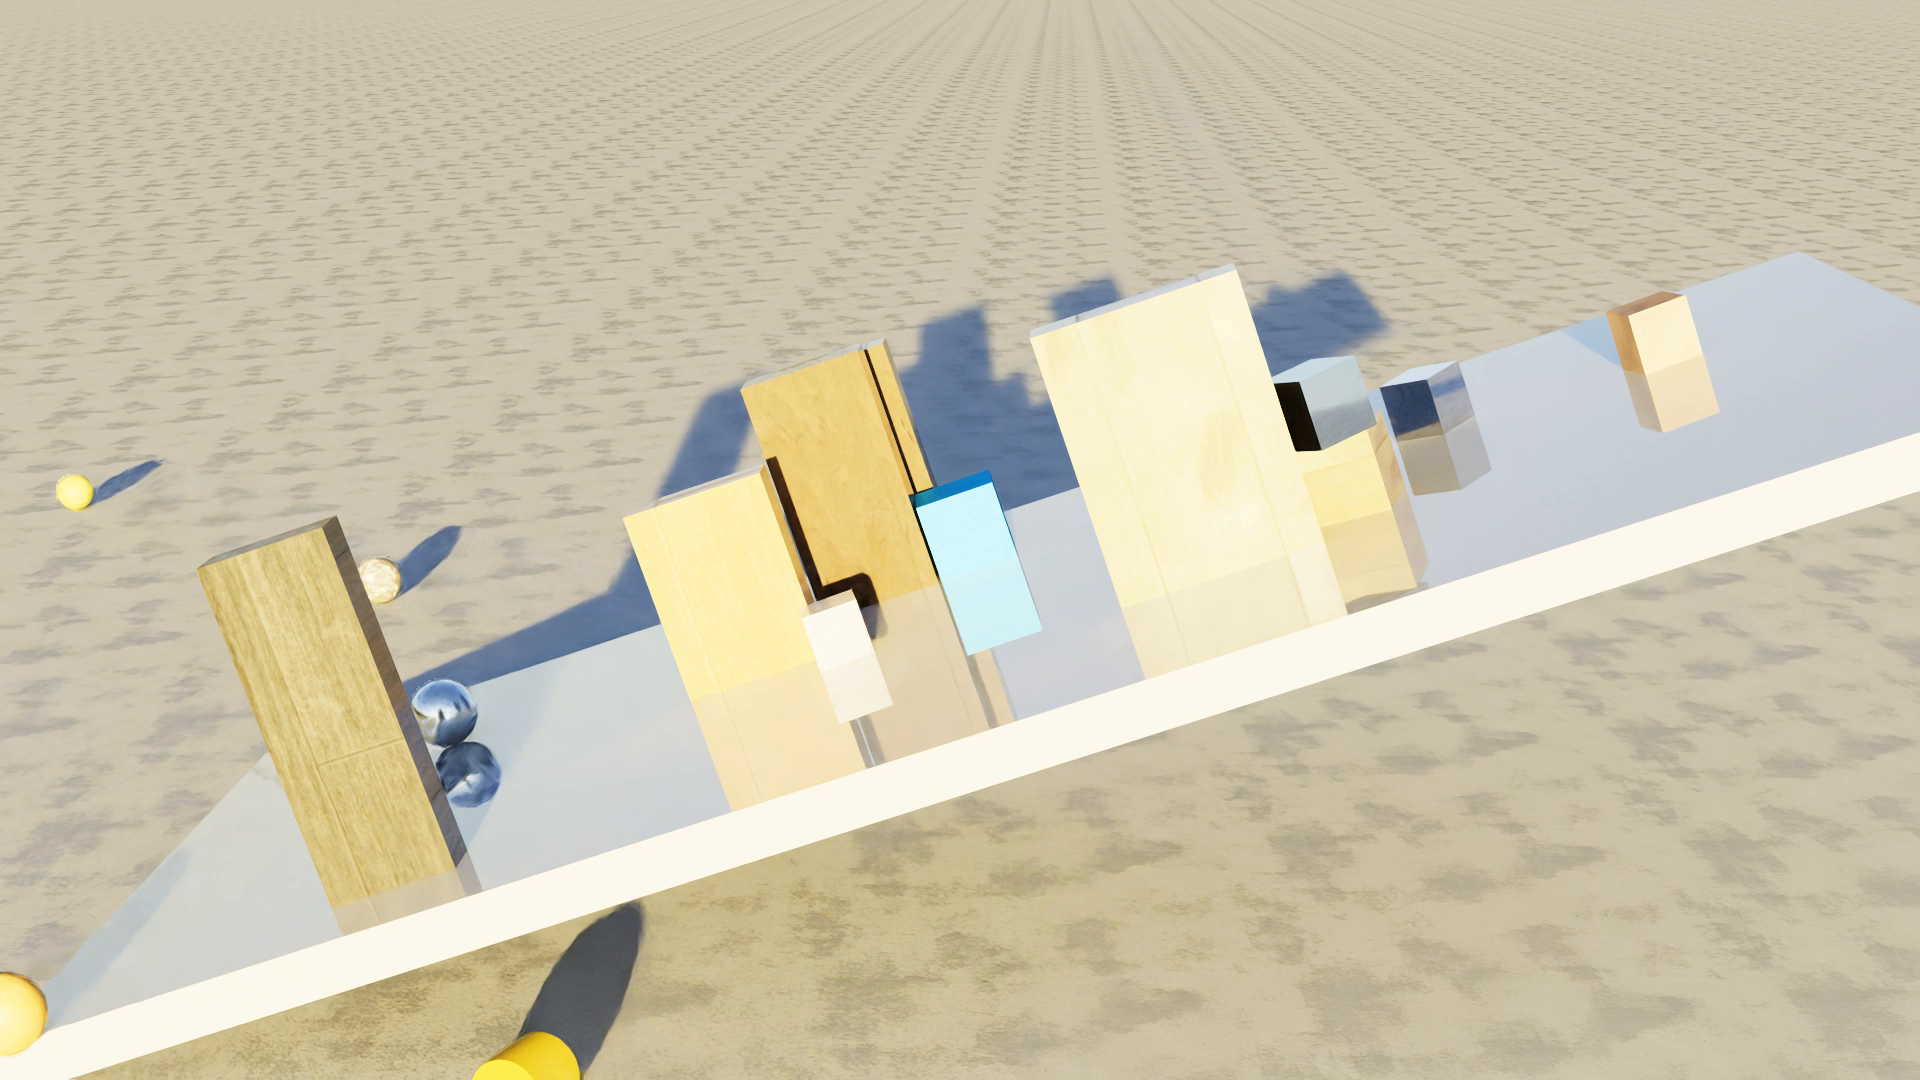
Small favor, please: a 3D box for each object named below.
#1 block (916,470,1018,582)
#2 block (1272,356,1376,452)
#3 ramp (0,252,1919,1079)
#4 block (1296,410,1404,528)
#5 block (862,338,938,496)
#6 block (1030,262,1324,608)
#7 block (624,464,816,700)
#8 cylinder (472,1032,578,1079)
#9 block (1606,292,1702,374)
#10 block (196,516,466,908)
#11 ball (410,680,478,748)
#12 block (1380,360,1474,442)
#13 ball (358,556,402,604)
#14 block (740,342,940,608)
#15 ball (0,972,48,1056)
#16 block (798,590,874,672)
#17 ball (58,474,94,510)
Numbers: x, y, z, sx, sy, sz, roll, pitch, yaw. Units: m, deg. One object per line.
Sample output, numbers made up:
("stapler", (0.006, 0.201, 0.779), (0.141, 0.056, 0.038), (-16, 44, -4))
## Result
("block", (0.013, -0.034, 6.776), (0.181, 0.181, 0.181), (-19, 11, 2))
("block", (0.718, -0.273, 5.920), (0.147, 0.147, 0.147), (-25, 12, -27))
("ramp", (0.107, 0.180, 6.305), (4.000, 0.100, 2.000), (-18, 11, 6))
("block", (0.790, -0.146, 6.015), (0.171, 0.171, 0.171), (-15, 12, 22))
("block", (-0.257, -0.169, 6.978), (0.347, 0.531, 0.104), (-18, 11, 6))
("block", (0.432, -0.207, 5.859), (0.424, 0.574, 0.118), (-18, 11, 6))
("block", (-0.505, 0.092, 6.392), (0.312, 0.428, 0.113), (-18, 11, 6))
("cylinder", (-0.803, 1.003, 5.431), (0.146, 0.146, 0.146), (4, 13, 20))
("block", (1.506, -0.450, 6.386), (0.134, 0.134, 0.134), (-20, 11, -5))
("block", (-1.204, 0.332, 5.660), (0.258, 0.707, 0.114), (-18, 11, 6))
("ball", (-1.190, 0.399, 6.777), (0.156, 0.156, 0.156), (0, 12, 0))
("block", (1.034, -0.307, 6.507), (0.129, 0.129, 0.129), (-8, 15, 45))
("ball", (-1.876, 0.131, 9.485), (0.153, 0.153, 0.153), (0, 12, 0))
("block", (-0.270, -0.133, 6.735), (0.279, 0.565, 0.128), (-18, 11, 6))
("ball", (-1.774, 0.880, 5.460), (0.155, 0.155, 0.155), (0, 12, 0))
("block", (-0.265, 0.193, 6.292), (0.122, 0.122, 0.122), (-20, 11, -3))
("ball", (-3.304, -0.178, 10.984), (0.130, 0.130, 0.130), (0, 12, 0))
